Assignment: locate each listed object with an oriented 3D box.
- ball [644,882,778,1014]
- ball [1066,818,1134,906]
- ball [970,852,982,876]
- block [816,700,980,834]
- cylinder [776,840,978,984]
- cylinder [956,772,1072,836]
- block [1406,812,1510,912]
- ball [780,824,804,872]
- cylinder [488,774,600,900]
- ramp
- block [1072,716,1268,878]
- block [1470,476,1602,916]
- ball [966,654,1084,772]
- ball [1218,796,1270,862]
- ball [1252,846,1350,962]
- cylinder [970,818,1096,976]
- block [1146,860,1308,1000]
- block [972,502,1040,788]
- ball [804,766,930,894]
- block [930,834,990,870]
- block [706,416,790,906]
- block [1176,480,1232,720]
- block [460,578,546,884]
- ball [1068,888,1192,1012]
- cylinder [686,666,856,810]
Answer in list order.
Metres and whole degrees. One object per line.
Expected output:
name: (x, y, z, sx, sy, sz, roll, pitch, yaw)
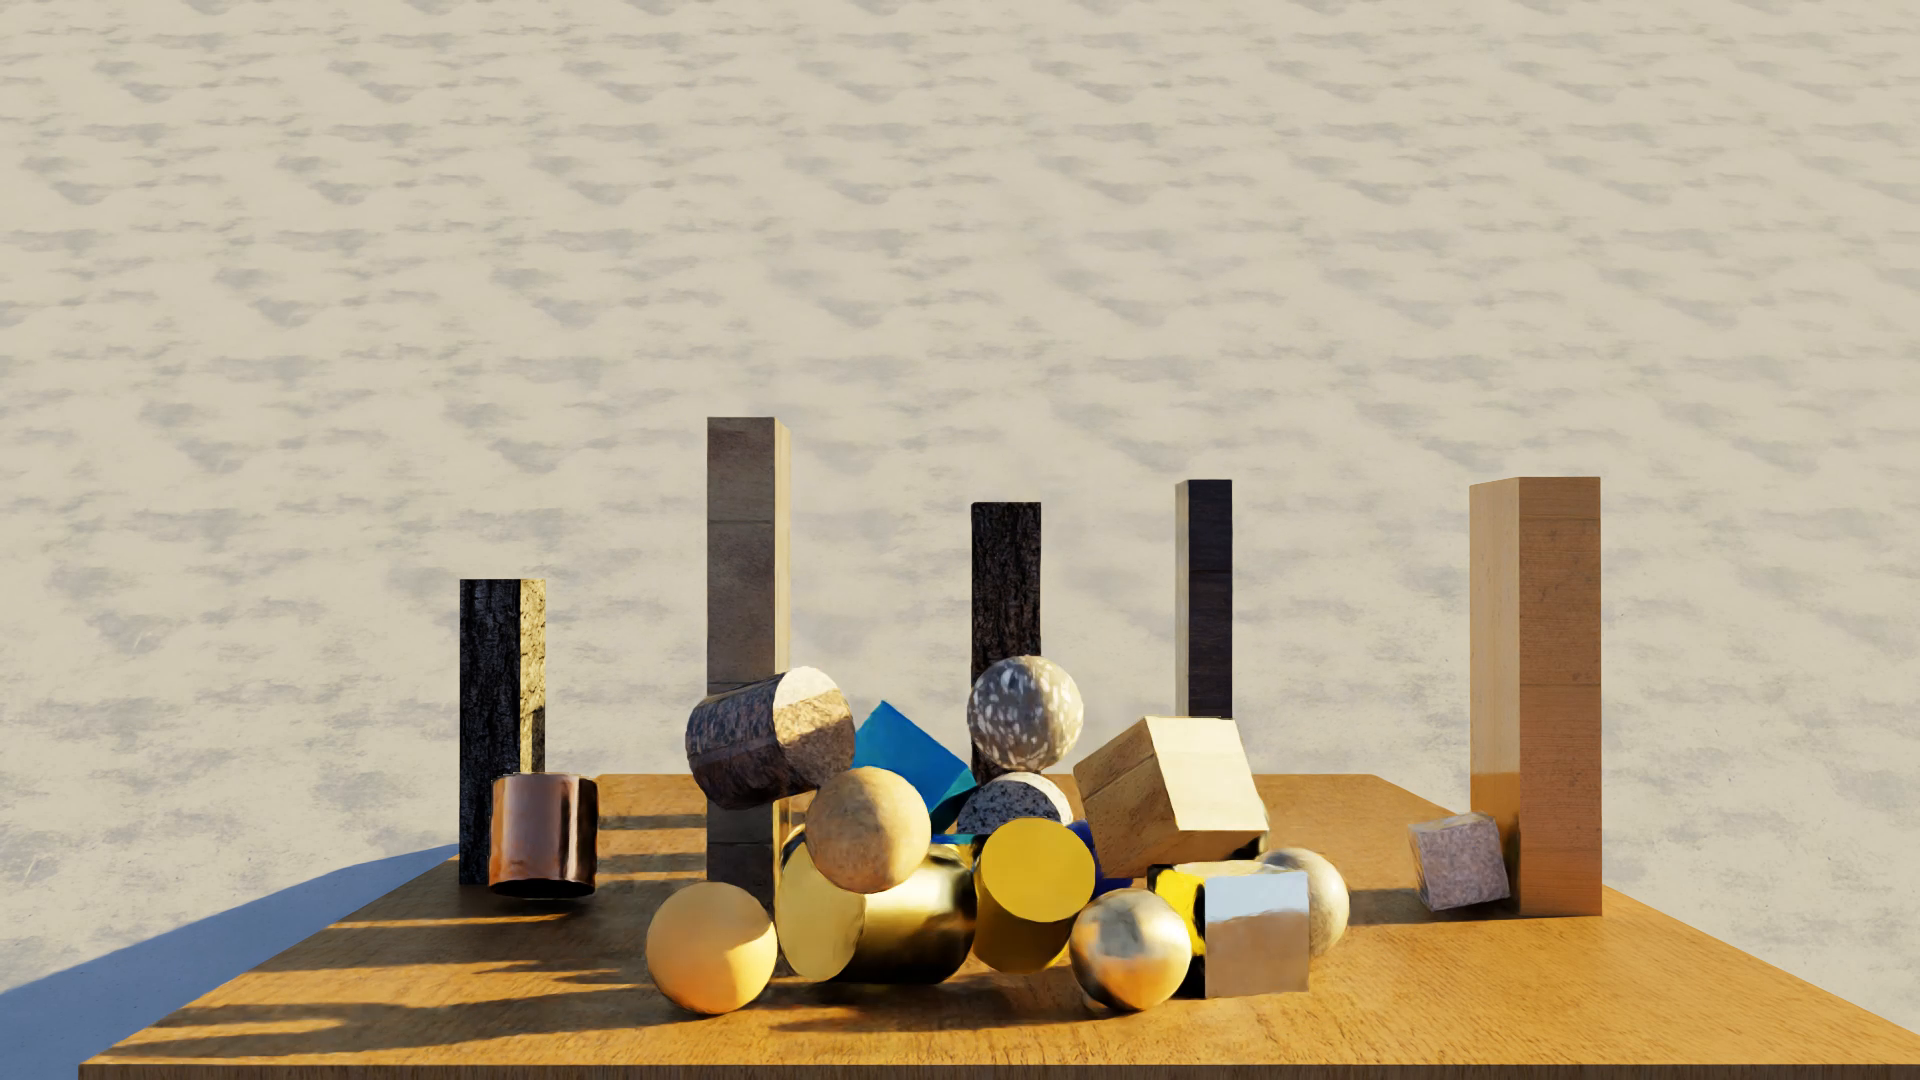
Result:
ball: (-0.292, 0.479, 3.045, 0.155, 0.155, 0.155, 0, 32, 0)
ball: (0.199, 0.498, 3.974, 0.142, 0.142, 0.142, 0, 32, 0)
ball: (0.084, 0.490, 3.652, 0.149, 0.149, 0.149, 0, 32, 0)
block: (-0.104, 0.412, 4.317, 0.181, 0.181, 0.181, 37, 80, 16)
cylinder: (-0.104, 0.459, 3.208, 0.178, 0.178, 0.178, 10, 20, -40)
cylinder: (0.093, 0.485, 4.348, 0.179, 0.179, 0.179, 5, 0, 7)
block: (0.773, 0.498, 4.023, 0.122, 0.122, 0.122, -11, -1, 2)
ball: (-0.212, 0.498, 4.014, 0.134, 0.134, 0.134, 0, 32, 0)
cylinder: (-0.653, 0.467, 4.071, 0.165, 0.165, 0.165, 0, 71, -1)
ramp: (0.072, 0.630, 4.726, 2.000, 0.100, 4.000, 0, -1, 0)
block: (0.299, 0.368, 3.695, 0.171, 0.171, 0.171, 5, 59, -38)
block: (0.909, 0.239, 4.113, 0.124, 0.664, 0.381, 0, -1, 0)
ball: (0.083, 0.222, 3.319, 0.150, 0.150, 0.150, 0, 32, 0)
ball: (0.409, 0.475, 4.234, 0.195, 0.195, 0.195, 0, 32, 0)
ball: (0.438, 0.484, 3.436, 0.154, 0.154, 0.154, 0, 32, 0)
cylinder: (0.084, 0.448, 3.257, 0.146, 0.146, 0.146, 6, 54, -8)
block: (0.333, 0.485, 3.245, 0.147, 0.147, 0.147, 0, -1, -24)
block: (0.098, 0.257, 5.638, 0.144, 0.670, 0.279, 0, -1, 0)
ball: (-0.108, 0.341, 3.042, 0.149, 0.149, 0.149, 0, 32, 0)
block: (-0.018, 0.502, 3.788, 0.129, 0.129, 0.129, 0, -1, 7)
block: (-0.342, 0.192, 4.232, 0.105, 0.762, 0.399, 0, -1, 0)
block: (0.464, 0.236, 4.949, 0.082, 0.694, 0.287, 0, -1, 0)
block: (-0.785, 0.322, 4.455, 0.101, 0.509, 0.260, 0, -1, 0)
ball: (0.201, 0.484, 3.067, 0.144, 0.144, 0.144, 0, 32, 0)
cylinder: (-0.276, 0.291, 3.783, 0.176, 0.176, 0.176, -19, 19, 35)
